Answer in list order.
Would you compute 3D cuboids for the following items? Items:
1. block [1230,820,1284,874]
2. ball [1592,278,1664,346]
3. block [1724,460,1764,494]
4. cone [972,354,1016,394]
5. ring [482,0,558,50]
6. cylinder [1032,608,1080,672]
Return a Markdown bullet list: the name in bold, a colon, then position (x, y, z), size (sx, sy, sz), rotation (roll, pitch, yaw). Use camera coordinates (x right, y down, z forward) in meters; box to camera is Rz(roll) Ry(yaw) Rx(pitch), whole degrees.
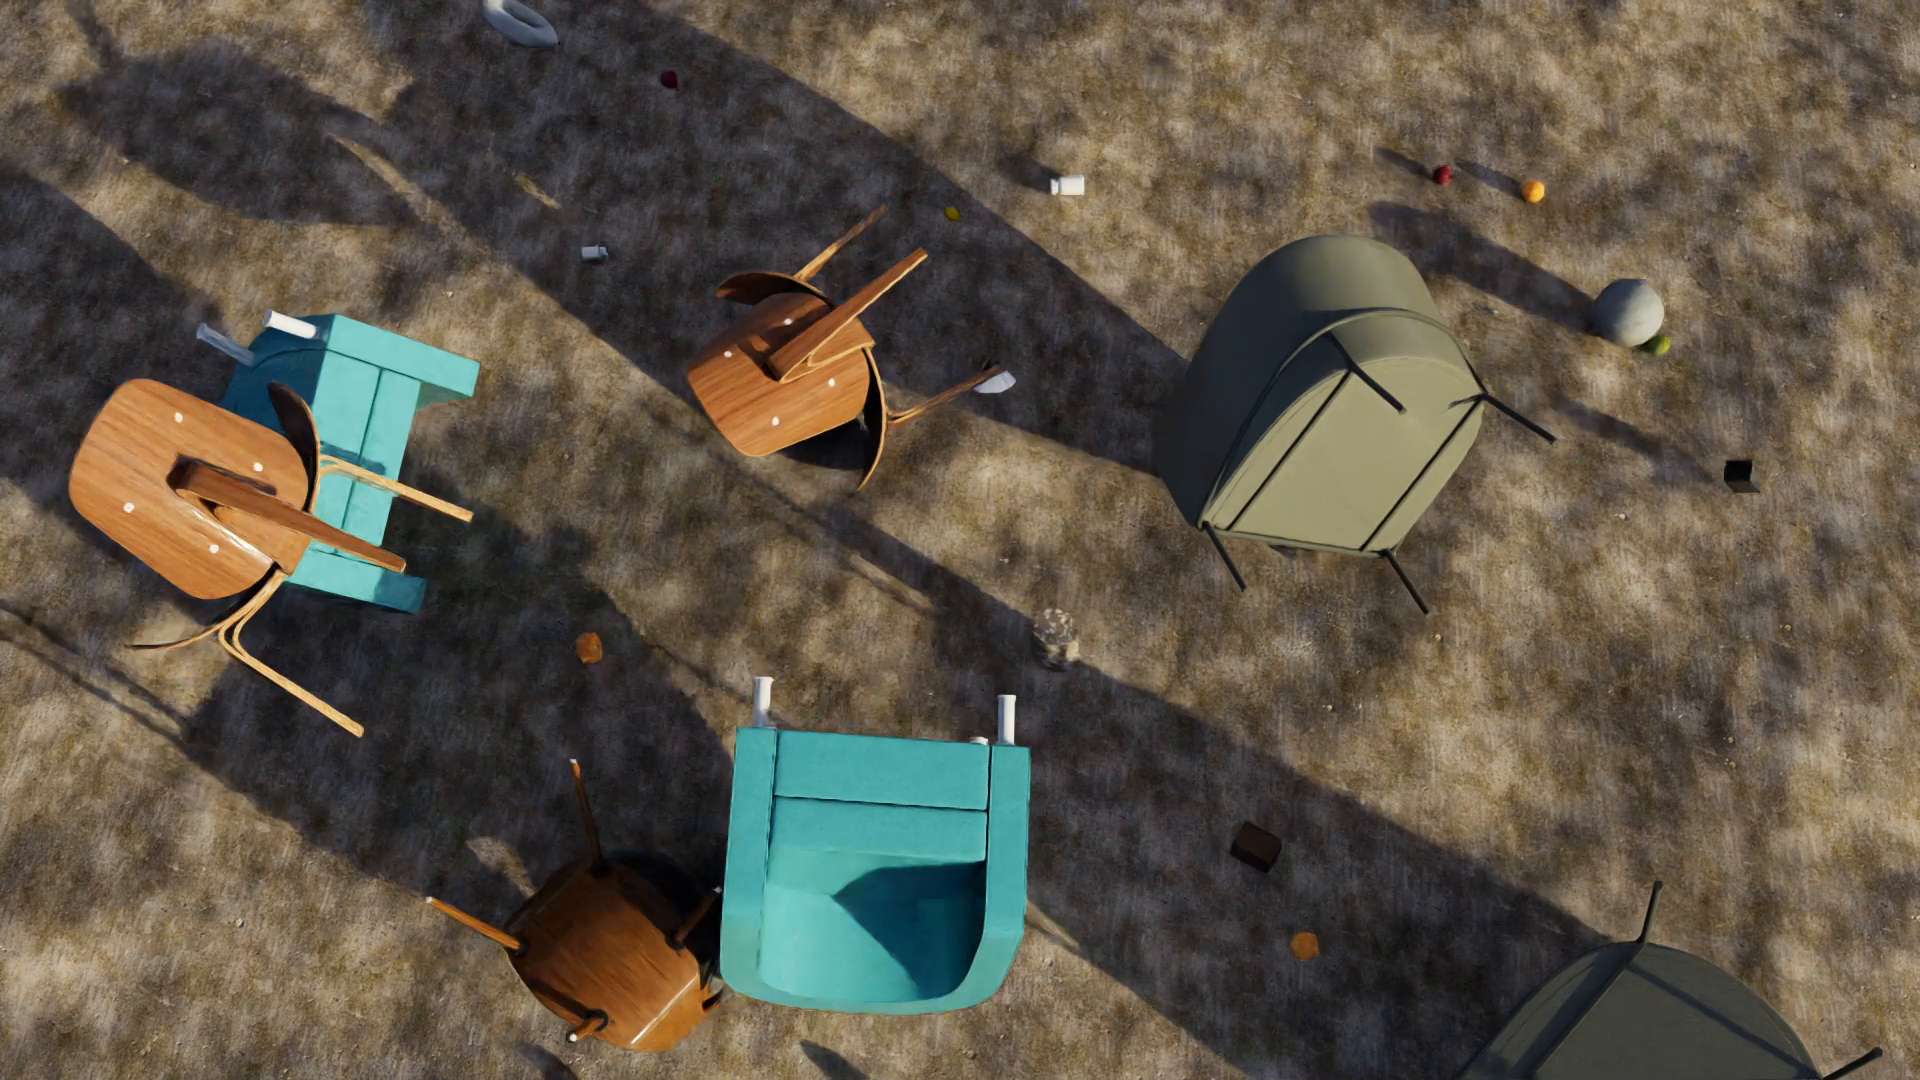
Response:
- **block**: position (0.805, 0.834, 5.972), size (0.114, 0.070, 0.080), rotation (27, 60, 17)
- **ball**: position (2.105, -0.716, 6.926), size (0.213, 0.213, 0.213), rotation (0, 56, 0)
- **block**: position (2.351, -0.189, 6.600), size (0.079, 0.115, 0.064), rotation (1, 71, 37)
- **cone**: position (0.101, -0.534, 6.850), size (0.140, 0.122, 0.096), rotation (-12, 49, -4)
- **ring**: position (-1.536, -1.803, 7.672), size (0.288, 0.098, 0.110), rotation (27, 56, -15)
- **cylinder**: position (0.273, 0.288, 6.271), size (0.134, 0.172, 0.113), rotation (20, 64, 15)
